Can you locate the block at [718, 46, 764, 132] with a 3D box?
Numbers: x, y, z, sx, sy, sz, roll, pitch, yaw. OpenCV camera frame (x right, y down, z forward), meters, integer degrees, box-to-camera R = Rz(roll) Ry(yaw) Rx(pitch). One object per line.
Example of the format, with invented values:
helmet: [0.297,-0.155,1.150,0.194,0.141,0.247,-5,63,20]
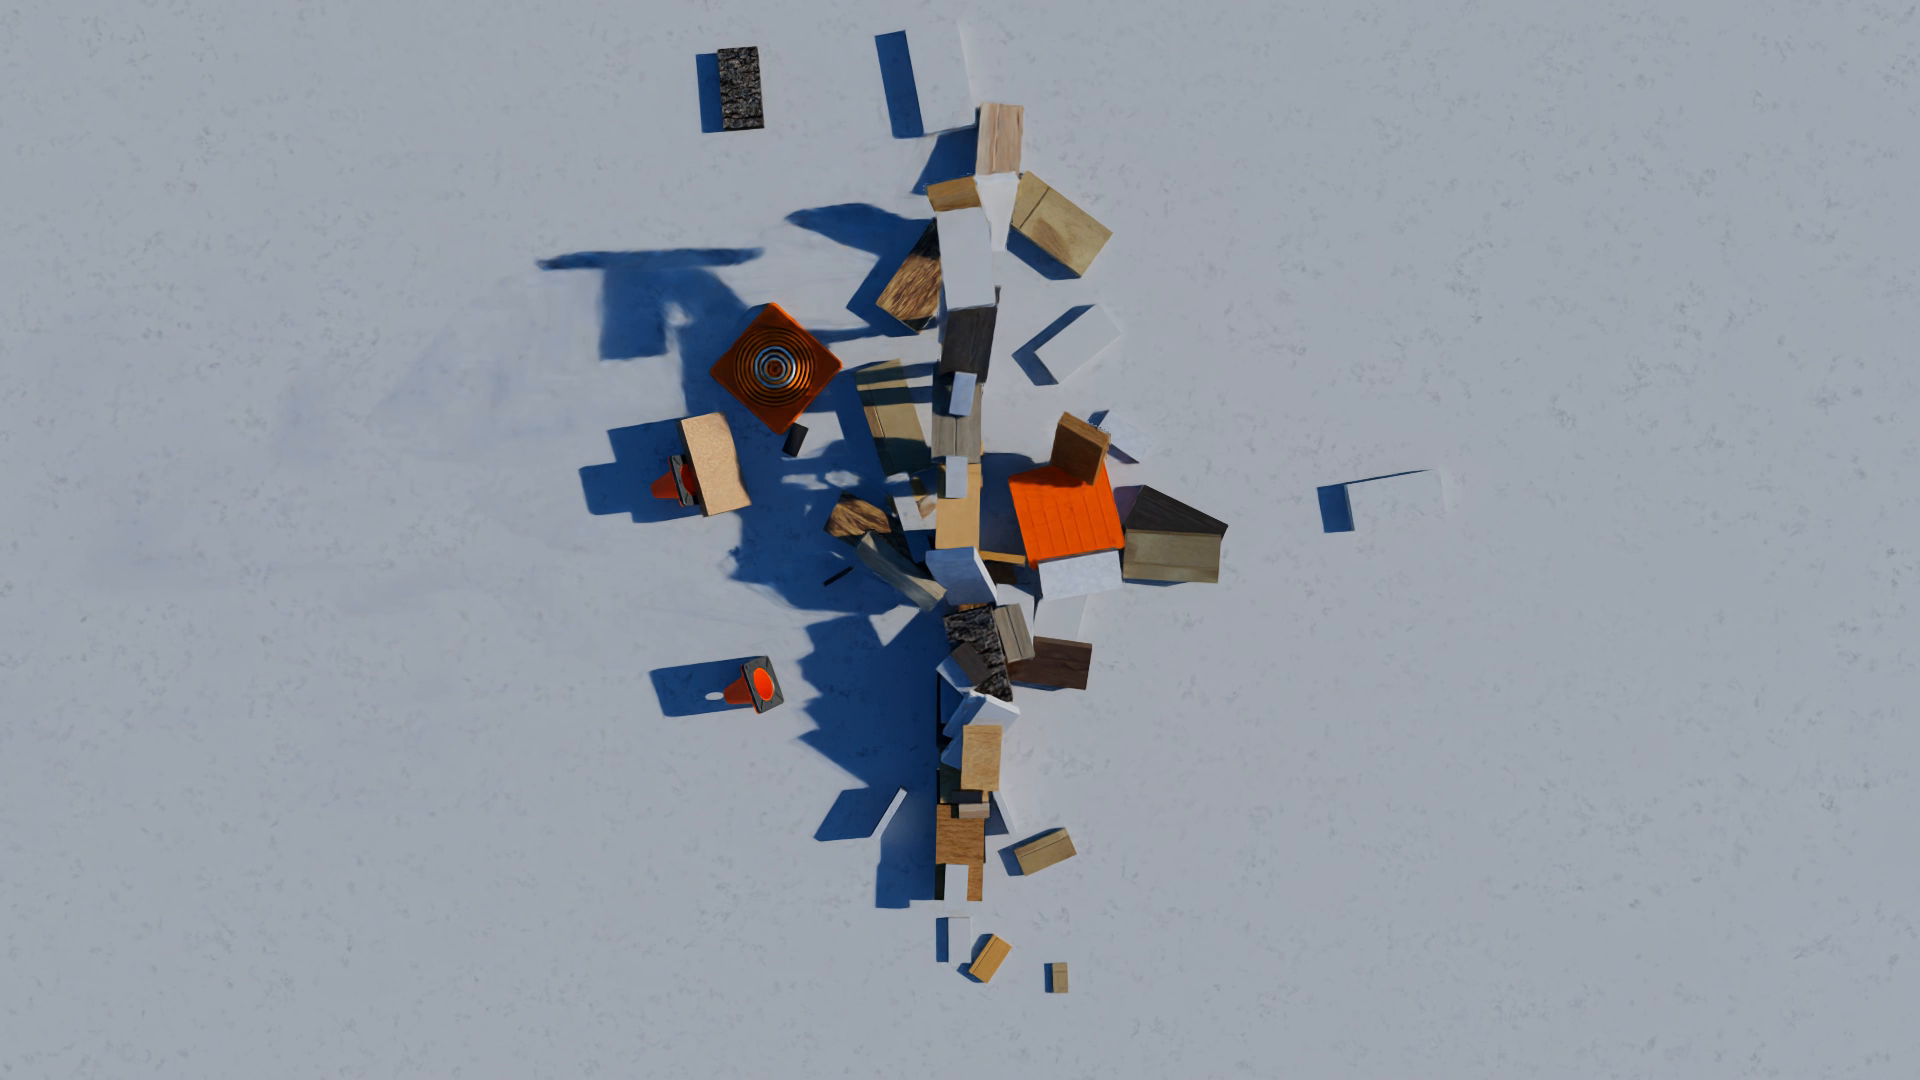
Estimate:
block: [-0.728,-1.499,5.481,0.132,0.037,0.265,-5,90,0]

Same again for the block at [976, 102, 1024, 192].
block: [0.130,-1.299,5.449,0.143,0.041,0.286,5,78,-2]

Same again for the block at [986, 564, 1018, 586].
block: [0.100,0.124,5.488,0.166,0.023,0.083,-14,90,0]

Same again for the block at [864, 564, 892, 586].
block: [-0.267,0.108,5.460,0.121,0.060,0.017,36,83,-1]

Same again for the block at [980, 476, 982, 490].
block: [0.003,-0.185,5.364,0.136,0.272,0.039,1,90,0]

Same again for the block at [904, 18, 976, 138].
block: [-0.063,-1.533,5.475,0.176,0.050,0.353,-11,90,0]

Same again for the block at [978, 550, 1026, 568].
block: [0.121,0.061,5.432,0.186,0.093,0.026,7,83,3]

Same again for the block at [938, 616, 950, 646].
block: [0.003,0.370,5.452,0.125,0.035,0.249,-5,77,-2]

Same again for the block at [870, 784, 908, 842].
block: [-0.234,0.903,5.453,0.027,0.094,0.187,32,90,0]

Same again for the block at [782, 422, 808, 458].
block: [-0.549,-0.333,5.492,0.053,0.015,0.106,23,90,0]

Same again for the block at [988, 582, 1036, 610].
block: [0.163,0.196,5.488,0.166,0.023,0.083,-12,90,0]

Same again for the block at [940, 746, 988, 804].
block: [0.010,0.709,5.444,0.157,0.044,0.313,-2,77,0]

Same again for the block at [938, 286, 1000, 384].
block: [0.029,-0.643,5.106,0.148,0.042,0.297,8,97,-4]

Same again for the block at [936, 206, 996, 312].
block: [0.018,-0.848,4.981,0.148,0.042,0.297,-7,87,0]

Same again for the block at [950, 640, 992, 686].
block: [0.035,0.395,5.269,0.068,0.019,0.135,-37,90,-8]

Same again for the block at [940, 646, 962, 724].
block: [-0.002,0.472,5.392,0.125,0.035,0.249,-1,77,-1]

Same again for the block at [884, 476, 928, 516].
block: [-0.178,-0.147,5.480,0.134,0.019,0.067,-33,98,-5]

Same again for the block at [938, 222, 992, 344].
block: [0.015,-0.797,5.131,0.148,0.042,0.384,3,116,-1]

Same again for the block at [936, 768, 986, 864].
block: [0.004,0.915,5.478,0.157,0.044,0.313,-1,90,0]

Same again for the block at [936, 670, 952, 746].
block: [-0.015,0.556,5.435,0.125,0.035,0.249,0,68,1]

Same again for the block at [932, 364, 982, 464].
block: [-0.011,-0.396,5.170,0.154,0.044,0.308,1,90,0]

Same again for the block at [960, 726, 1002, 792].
block: [0.068,0.704,5.318,0.123,0.035,0.247,1,123,-3]

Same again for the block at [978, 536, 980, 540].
block: [-0.006,-0.020,5.364,0.136,0.272,0.039,1,89,0]

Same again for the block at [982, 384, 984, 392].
block: [-0.003,-0.494,5.346,0.154,0.308,0.044,0,90,0]

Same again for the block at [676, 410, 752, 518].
block: [-0.811,-0.250,5.436,0.162,0.046,0.324,-16,90,-34]

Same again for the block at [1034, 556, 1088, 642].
block: [0.336,0.219,5.479,0.150,0.043,0.301,14,90,0]

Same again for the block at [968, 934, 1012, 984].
block: [0.101,1.393,5.490,0.074,0.021,0.148,34,90,0]

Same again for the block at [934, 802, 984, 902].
block: [-0.001,1.027,5.433,0.157,0.044,0.313,2,90,0]

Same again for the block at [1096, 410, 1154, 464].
block: [0.547,-0.344,5.487,0.182,0.026,0.091,34,90,0]

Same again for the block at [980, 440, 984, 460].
block: [-0.004,-0.290,5.346,0.154,0.308,0.044,0,90,0]

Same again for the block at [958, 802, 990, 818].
block: [0.047,0.886,5.404,0.099,0.014,0.050,-2,90,0]

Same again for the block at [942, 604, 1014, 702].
block: [0.059,0.380,5.309,0.157,0.045,0.315,-13,96,6]

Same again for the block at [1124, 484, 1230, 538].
block: [0.716,-0.047,5.478,0.311,0.044,0.156,26,90,0]

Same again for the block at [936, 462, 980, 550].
block: [-0.006,-0.105,5.209,0.136,0.039,0.272,1,90,0]
